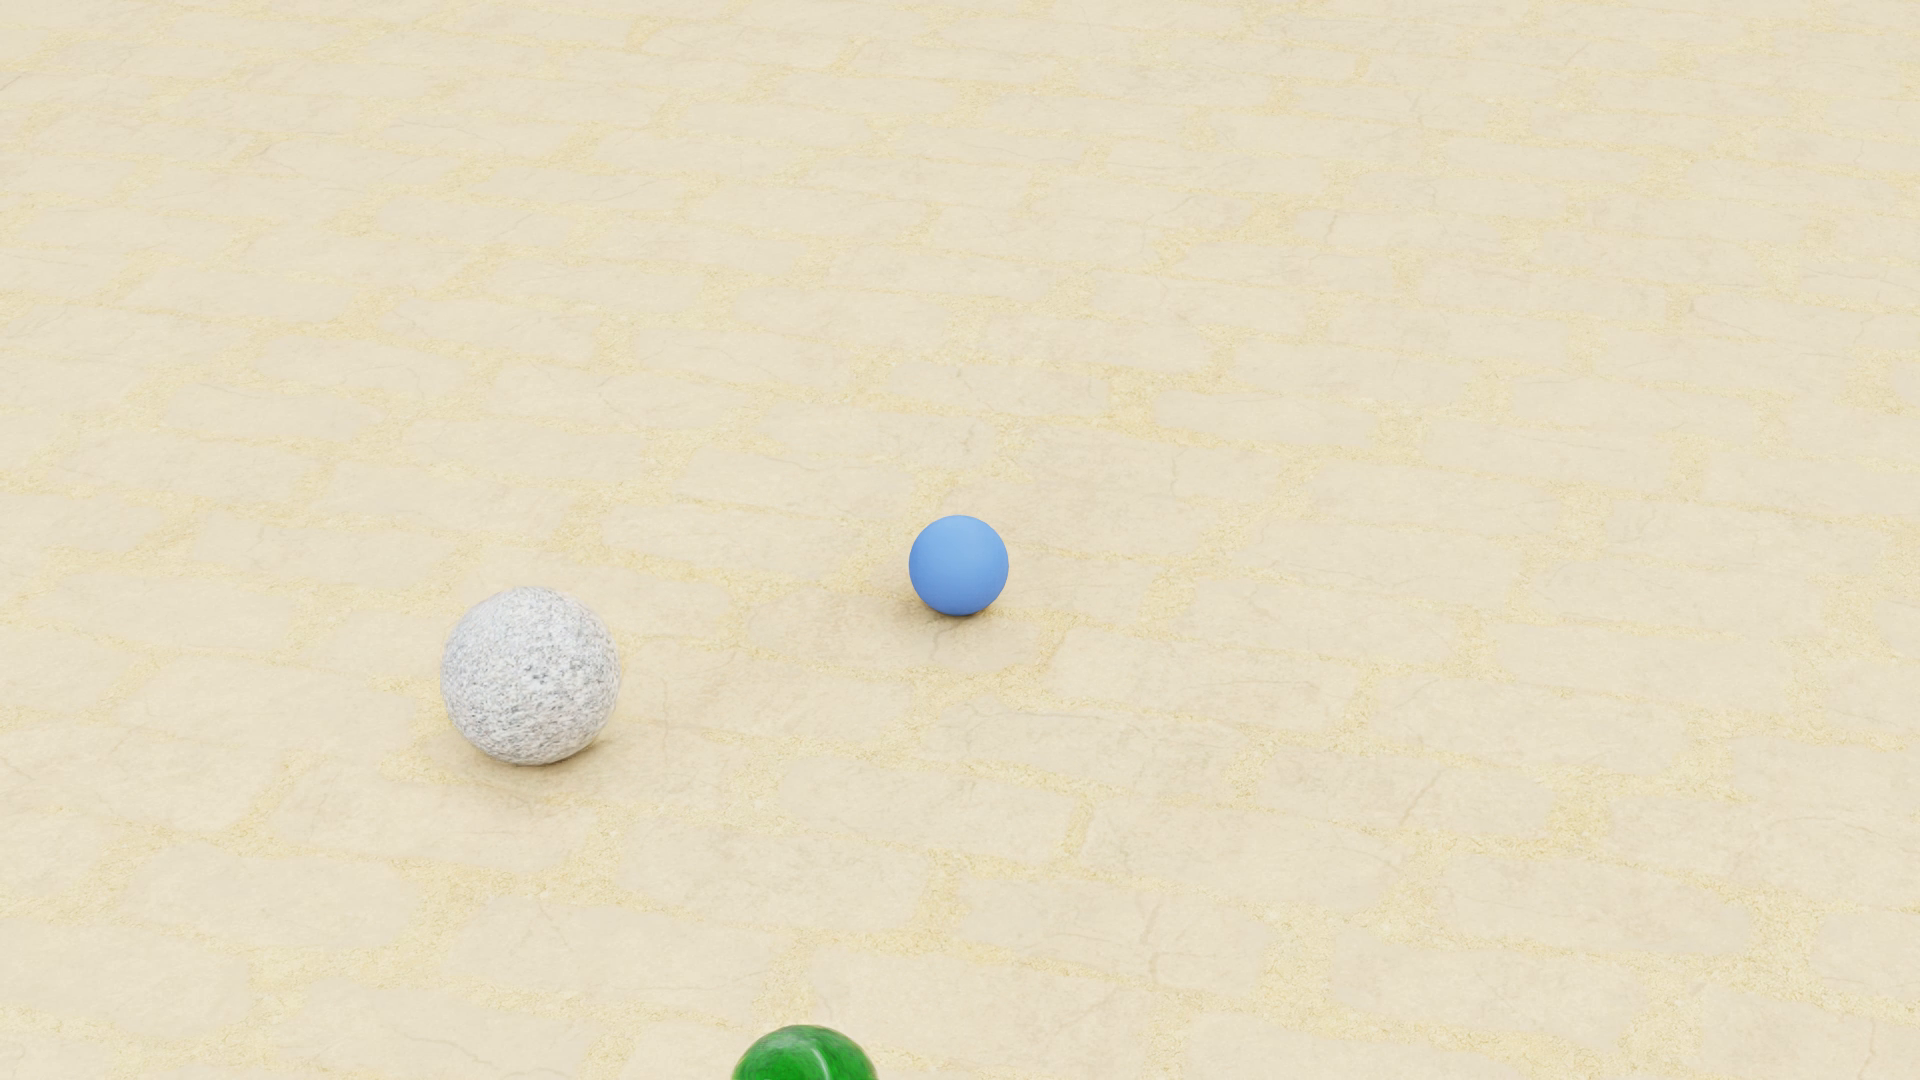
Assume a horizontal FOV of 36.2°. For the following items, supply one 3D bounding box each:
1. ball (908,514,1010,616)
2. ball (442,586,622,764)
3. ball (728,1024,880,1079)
[{"bbox_3d":[-0.001,0.013,1.568,0.054,0.054,0.054,0,31,0],"label":"ball"},{"bbox_3d":[-0.210,0.066,1.447,0.088,0.088,0.088,0,31,0],"label":"ball"},{"bbox_3d":[-0.063,0.230,1.197,0.065,0.065,0.065,0,31,0],"label":"ball"}]
